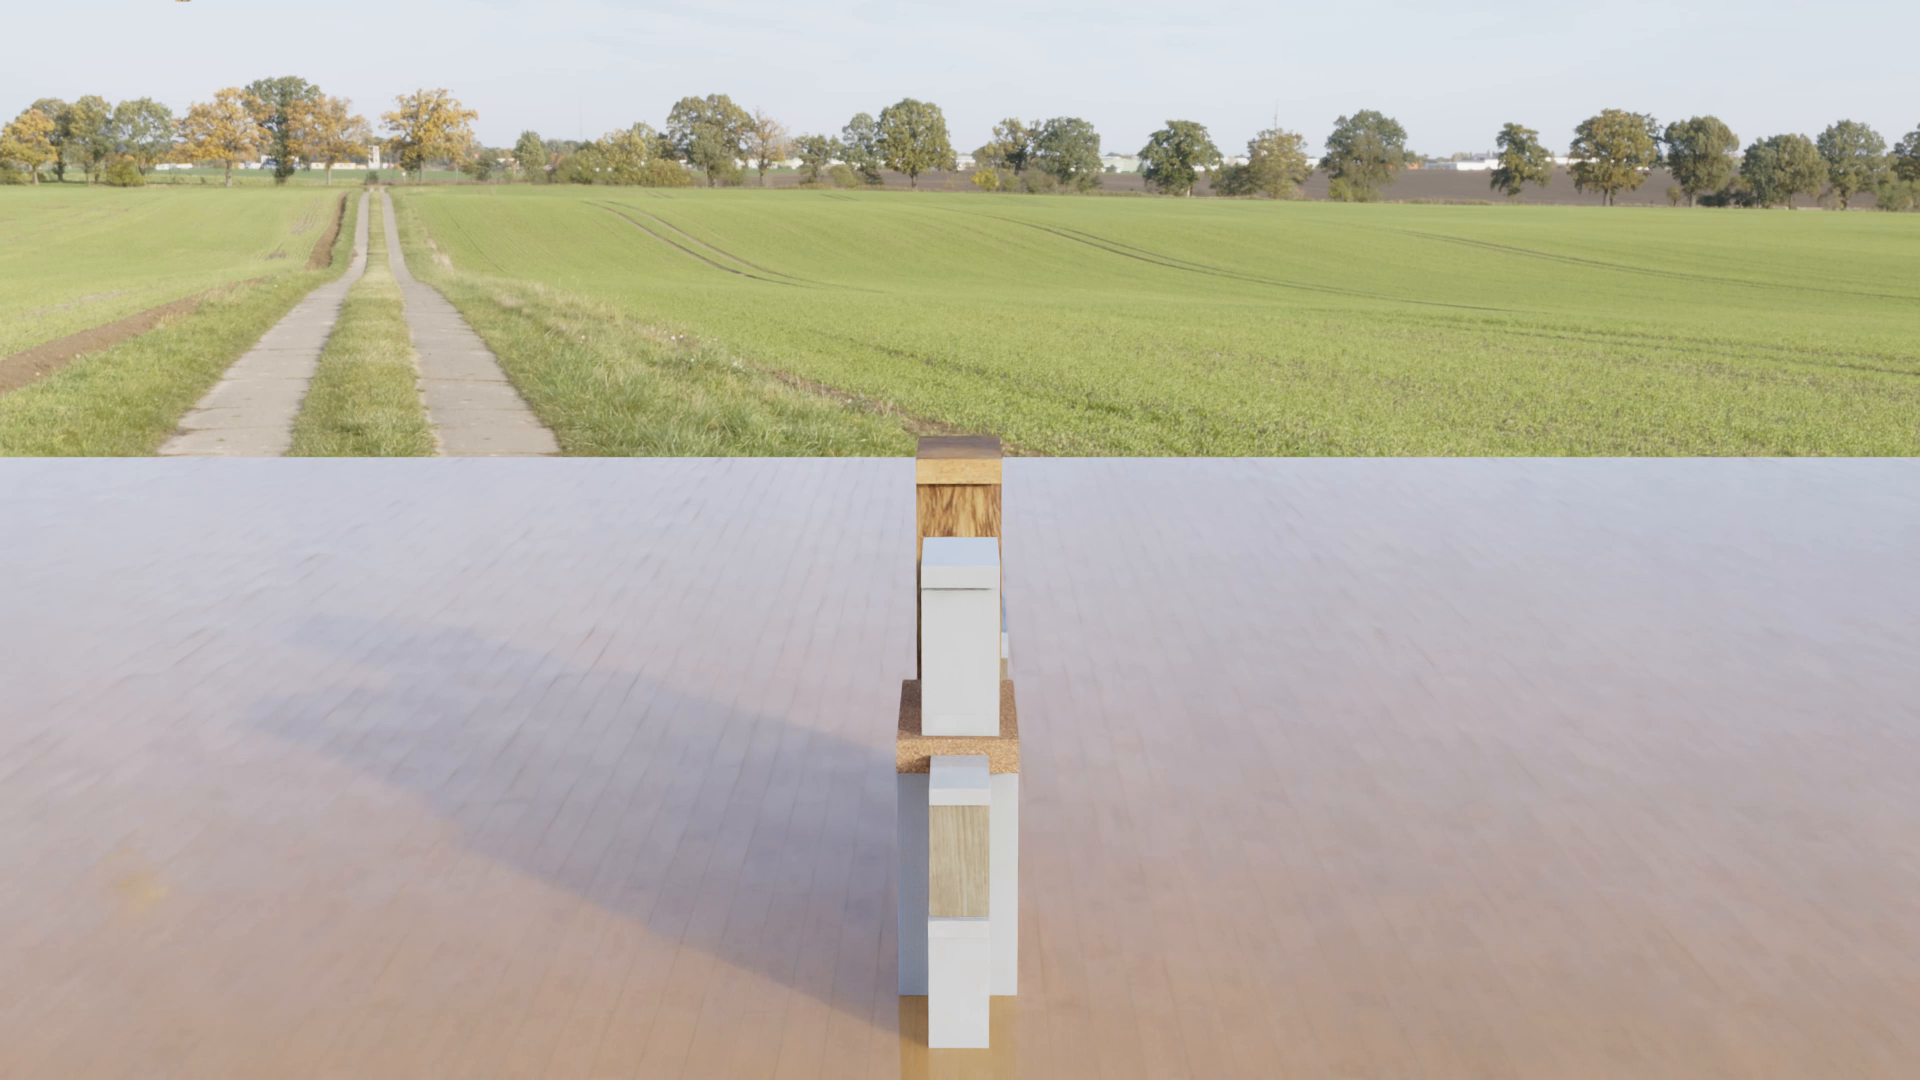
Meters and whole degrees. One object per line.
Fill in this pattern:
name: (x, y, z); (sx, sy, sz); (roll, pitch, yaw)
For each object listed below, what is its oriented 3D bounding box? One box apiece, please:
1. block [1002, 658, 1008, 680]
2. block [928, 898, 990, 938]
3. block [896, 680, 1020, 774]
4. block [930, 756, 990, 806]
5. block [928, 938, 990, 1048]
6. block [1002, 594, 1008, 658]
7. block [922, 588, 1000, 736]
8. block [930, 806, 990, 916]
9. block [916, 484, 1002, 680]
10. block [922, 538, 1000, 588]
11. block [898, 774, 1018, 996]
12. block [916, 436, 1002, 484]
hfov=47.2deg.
block: (0.004, 0.361, 4.007); (0.163, 0.327, 0.046); (0, 11, 0)
block: (-0.002, 0.516, 3.084); (0.084, 0.024, 0.167); (0, 11, 0)
block: (-0.003, 0.277, 3.307); (0.175, 0.049, 0.349); (0, 11, 0)
block: (-0.001, 0.332, 3.050); (0.082, 0.023, 0.164); (0, 11, 0)
block: (-0.002, 0.620, 3.047); (0.084, 0.167, 0.024); (0, 11, 0)
block: (0.004, 0.158, 4.080); (0.163, 0.046, 0.327); (0, 11, 0)
block: (0.001, 0.169, 3.145); (0.111, 0.221, 0.031); (0, 11, 0)
block: (-0.001, 0.434, 3.013); (0.082, 0.164, 0.023); (0, 11, 0)
block: (-0.002, 0.119, 3.810); (0.146, 0.455, 0.041); (0, 11, 0)
block: (0.001, 0.031, 3.195); (0.111, 0.031, 0.221); (0, 11, 0)
block: (-0.003, 0.494, 3.229); (0.175, 0.349, 0.049); (0, 11, 0)
block: (-0.002, -0.143, 3.861); (0.146, 0.041, 0.292); (0, 11, 0)
